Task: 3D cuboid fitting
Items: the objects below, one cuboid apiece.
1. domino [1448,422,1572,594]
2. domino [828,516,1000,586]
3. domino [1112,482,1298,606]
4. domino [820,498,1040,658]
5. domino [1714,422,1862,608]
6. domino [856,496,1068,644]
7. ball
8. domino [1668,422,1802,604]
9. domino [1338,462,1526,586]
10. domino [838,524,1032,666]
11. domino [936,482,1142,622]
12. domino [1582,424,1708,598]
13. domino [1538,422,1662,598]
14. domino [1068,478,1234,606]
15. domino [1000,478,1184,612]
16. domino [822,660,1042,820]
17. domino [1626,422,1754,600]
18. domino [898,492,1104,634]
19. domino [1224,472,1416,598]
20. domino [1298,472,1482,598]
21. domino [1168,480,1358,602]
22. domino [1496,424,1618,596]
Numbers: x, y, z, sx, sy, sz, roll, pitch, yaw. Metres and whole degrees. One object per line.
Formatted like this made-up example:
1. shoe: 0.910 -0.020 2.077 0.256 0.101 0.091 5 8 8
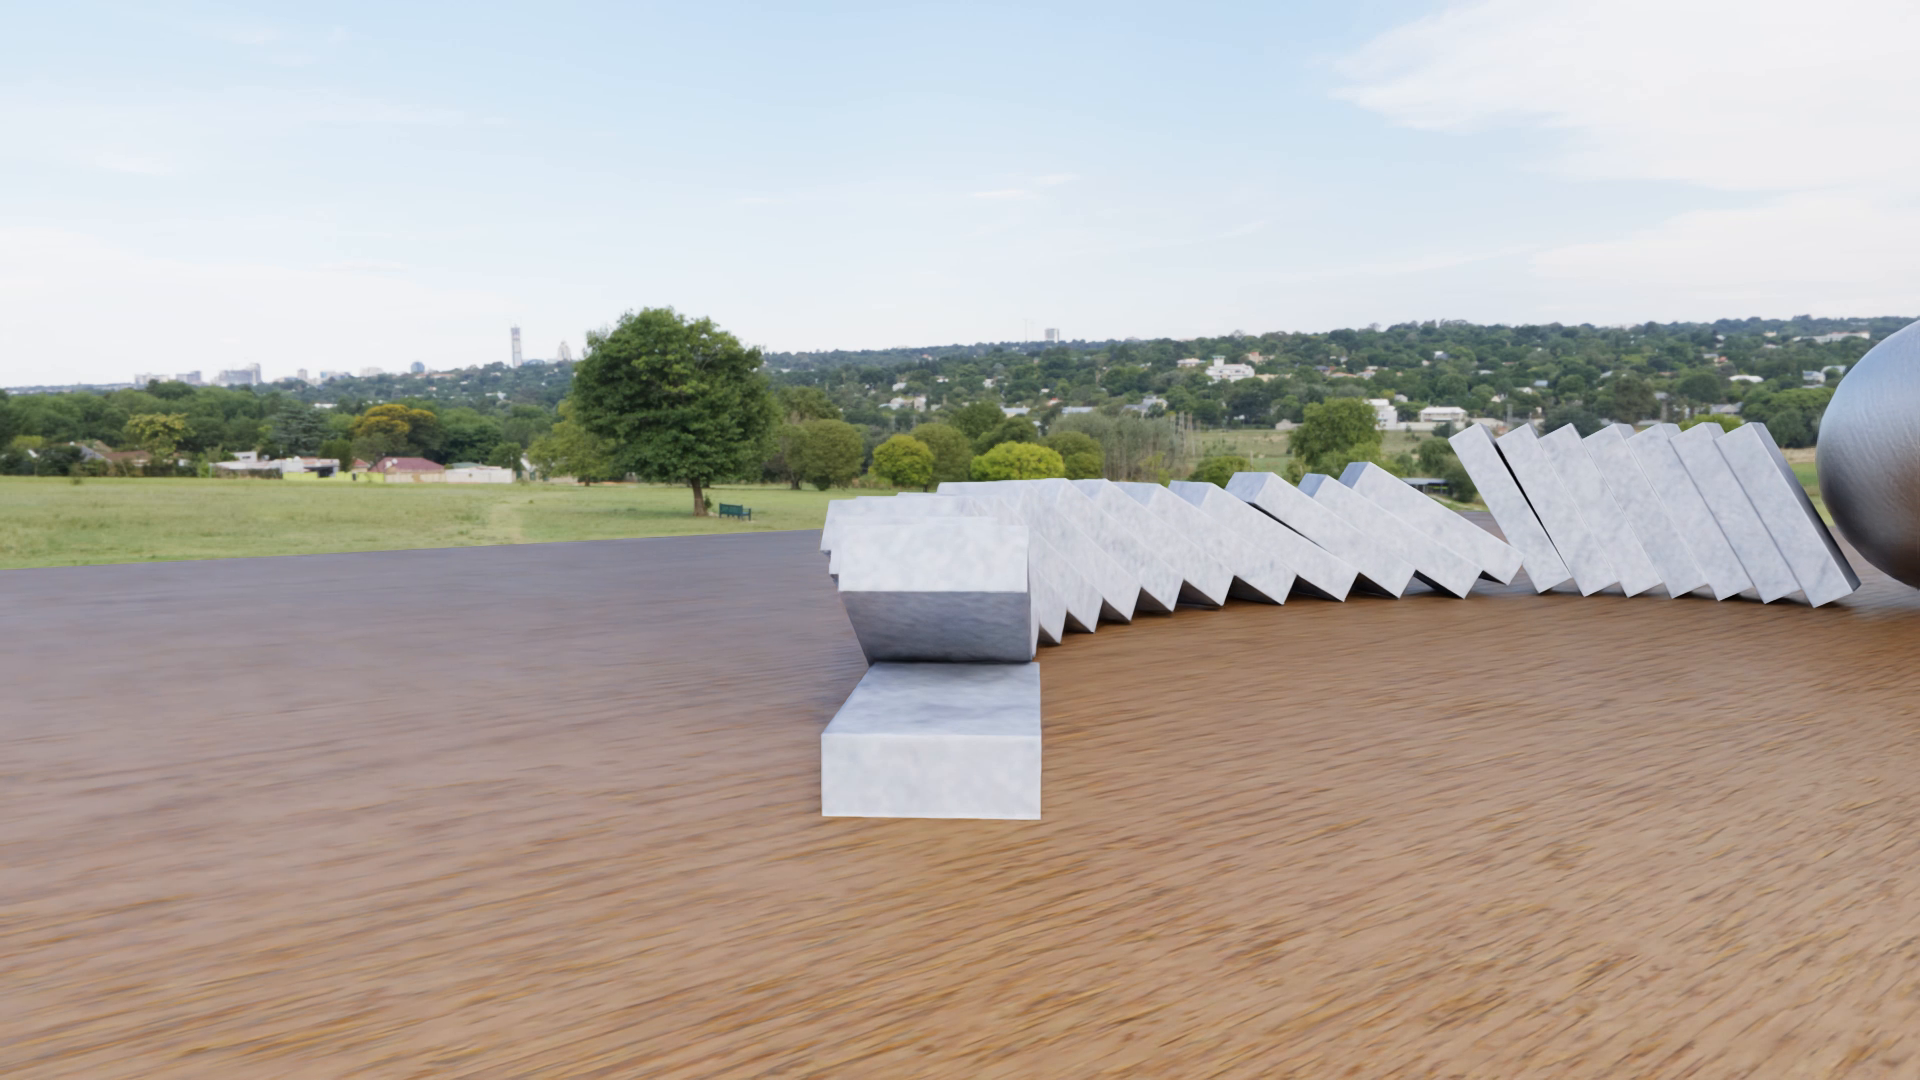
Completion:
1. domino: 0.160 -0.010 0.373 0.010 0.050 0.025 -32 -13 25
2. domino: -0.003 0.011 0.215 0.025 0.010 0.050 1 -23 9
3. domino: 0.062 0.001 0.340 0.050 0.010 0.025 30 -9 -24
4. domino: -0.004 0.008 0.236 0.025 0.010 0.050 0 -26 19
5. domino: 0.223 -0.008 0.346 0.009 0.050 0.025 -33 -17 36
6. domino: 0.001 0.007 0.258 0.025 0.010 0.050 1 -25 28
7. ball: 0.272 -0.023 0.336 0.080 0.080 0.080 0 4 0
8. domino: 0.215 -0.008 0.353 0.010 0.050 0.025 -33 -18 36
9. domino: 0.133 -0.005 0.366 0.050 0.010 0.025 31 5 2
10. domino: -0.002 0.012 0.193 0.025 0.009 0.050 0 -23 4
11. domino: 0.018 0.003 0.295 0.025 0.010 0.050 1 -27 41
12. domino: 0.197 -0.009 0.366 0.009 0.050 0.025 -33 -16 34
13. domino: 0.183 -0.009 0.368 0.009 0.050 0.025 -30 -10 26
14. domino: 0.044 0.001 0.325 0.050 0.010 0.025 32 -17 -31
15. domino: 0.029 0.002 0.310 0.025 0.010 0.050 0 -28 46
16. domino: -0.002 0.025 0.171 0.025 0.009 0.050 0 4 3
17. domino: 0.207 -0.009 0.361 0.010 0.050 0.025 -33 -17 36
18. domino: 0.009 0.006 0.278 0.025 0.009 0.050 3 -24 35
19. domino: 0.099 -0.002 0.358 0.050 0.009 0.025 32 -3 -11
20. domino: 0.120 -0.002 0.364 0.050 0.009 0.025 31 5 -1
21. domino: 0.081 0.000 0.351 0.050 0.010 0.025 29 -4 -16
22. domino: 0.172 -0.009 0.370 0.009 0.050 0.025 -30 -10 26
